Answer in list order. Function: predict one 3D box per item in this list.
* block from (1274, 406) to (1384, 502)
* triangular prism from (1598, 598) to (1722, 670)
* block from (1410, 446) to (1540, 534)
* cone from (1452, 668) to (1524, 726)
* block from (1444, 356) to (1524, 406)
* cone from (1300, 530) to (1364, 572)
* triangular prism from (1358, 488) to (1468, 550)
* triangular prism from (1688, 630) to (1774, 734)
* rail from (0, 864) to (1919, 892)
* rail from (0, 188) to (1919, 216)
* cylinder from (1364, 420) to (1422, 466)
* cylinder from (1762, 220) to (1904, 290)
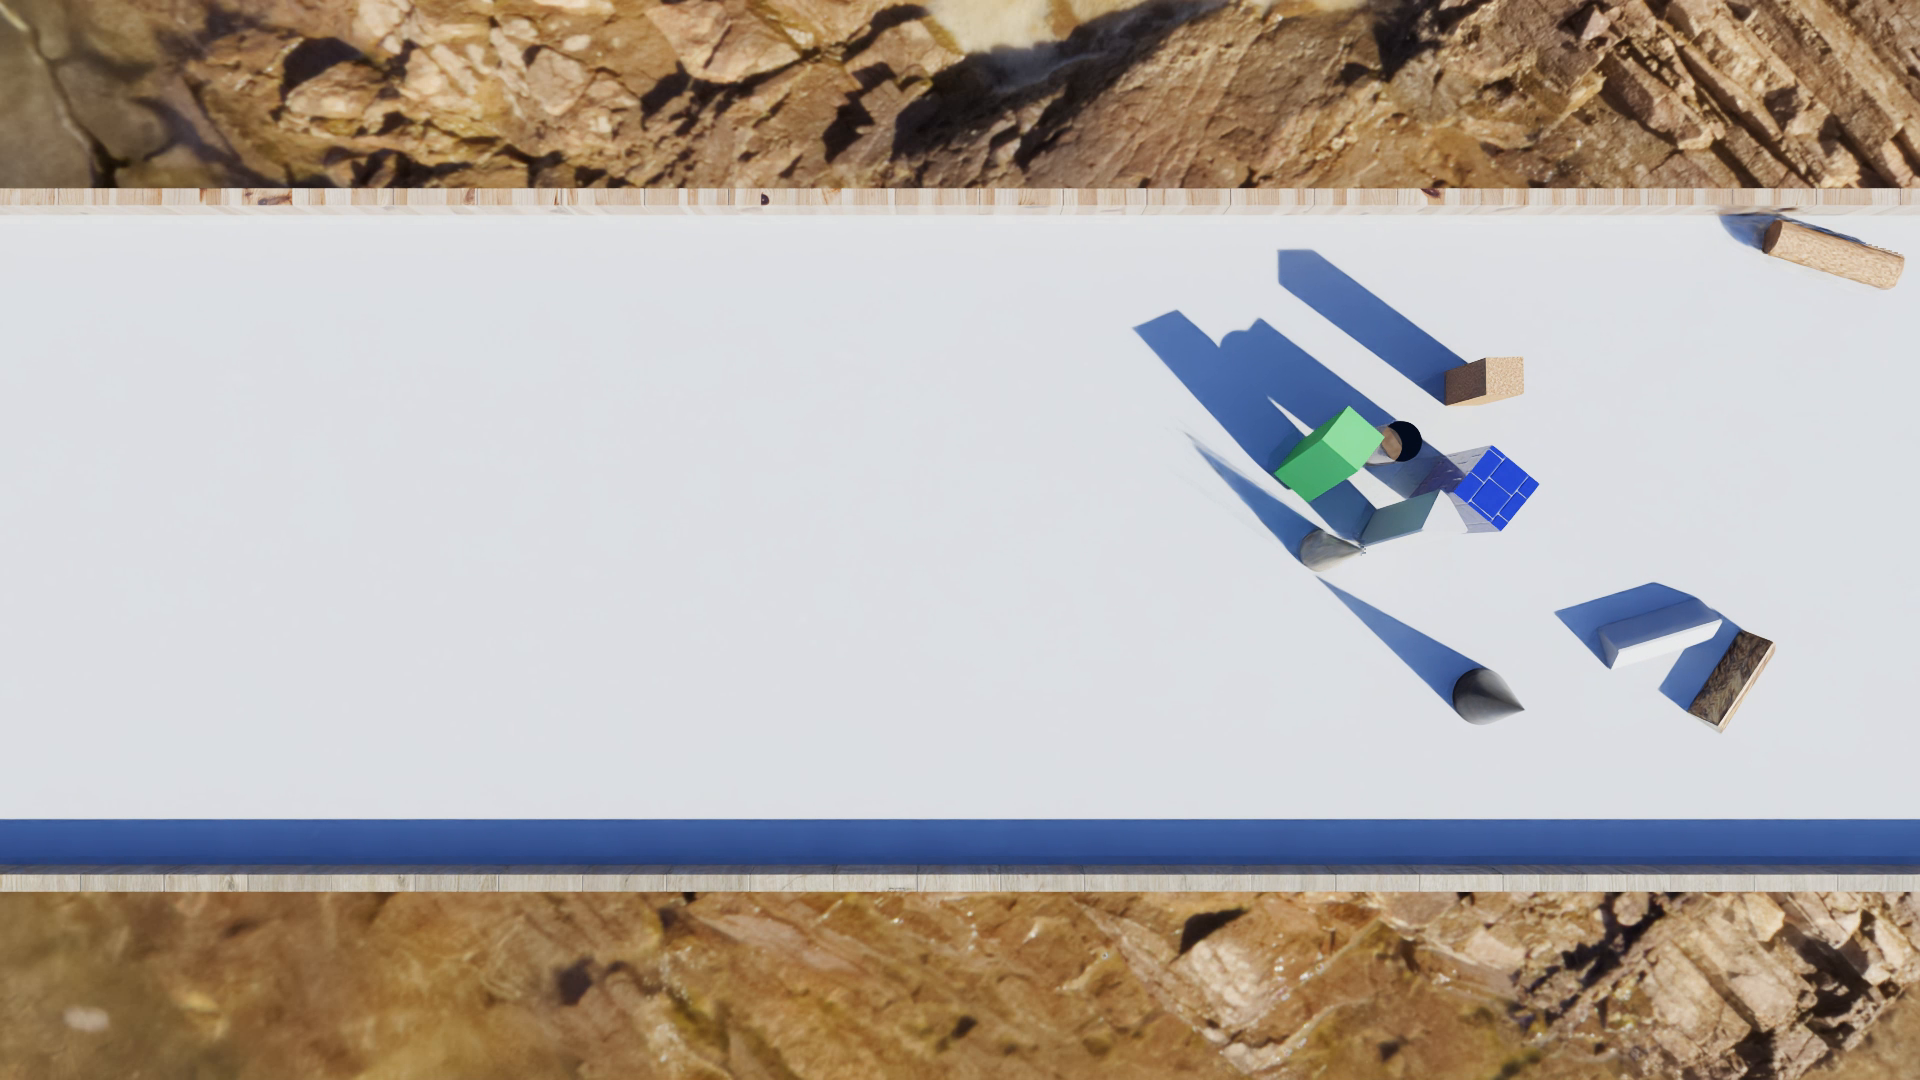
[{"bbox_3d":[1.088,-0.249,4.883,0.138,0.362,0.138,41,72,0],"label":"block"},{"bbox_3d":[2.135,0.289,5.016,0.323,0.115,0.133,-17,90,0],"label":"triangular prism"},{"bbox_3d":[1.505,-0.143,4.853,0.174,0.443,0.174,40,89,0],"label":"block"},{"bbox_3d":[1.604,0.482,4.877,0.176,0.400,0.176,0,90,0],"label":"cone"},{"bbox_3d":[1.546,-0.466,4.878,0.106,0.397,0.106,-1,90,0],"label":"block"},{"bbox_3d":[1.131,0.031,4.893,0.126,0.350,0.126,0,89,-9],"label":"cone"},{"bbox_3d":[1.328,-0.061,4.874,0.140,0.401,0.122,1,82,-13],"label":"triangular prism"},{"bbox_3d":[2.371,0.436,5.021,0.121,0.104,0.305,33,90,0],"label":"triangular prism"},{"bbox_3d":[-2.247,1.025,5.001,12.000,0.150,0.050,0,90,0],"label":"rail"},{"bbox_3d":[-2.247,-1.025,5.002,12.000,0.150,0.050,0,90,0],"label":"rail"},{"bbox_3d":[1.273,-0.284,4.916,0.119,0.321,0.119,0,90,0],"label":"cylinder"},{"bbox_3d":[2.657,-0.868,5.023,0.386,0.108,0.108,17,90,0],"label":"cylinder"}]
